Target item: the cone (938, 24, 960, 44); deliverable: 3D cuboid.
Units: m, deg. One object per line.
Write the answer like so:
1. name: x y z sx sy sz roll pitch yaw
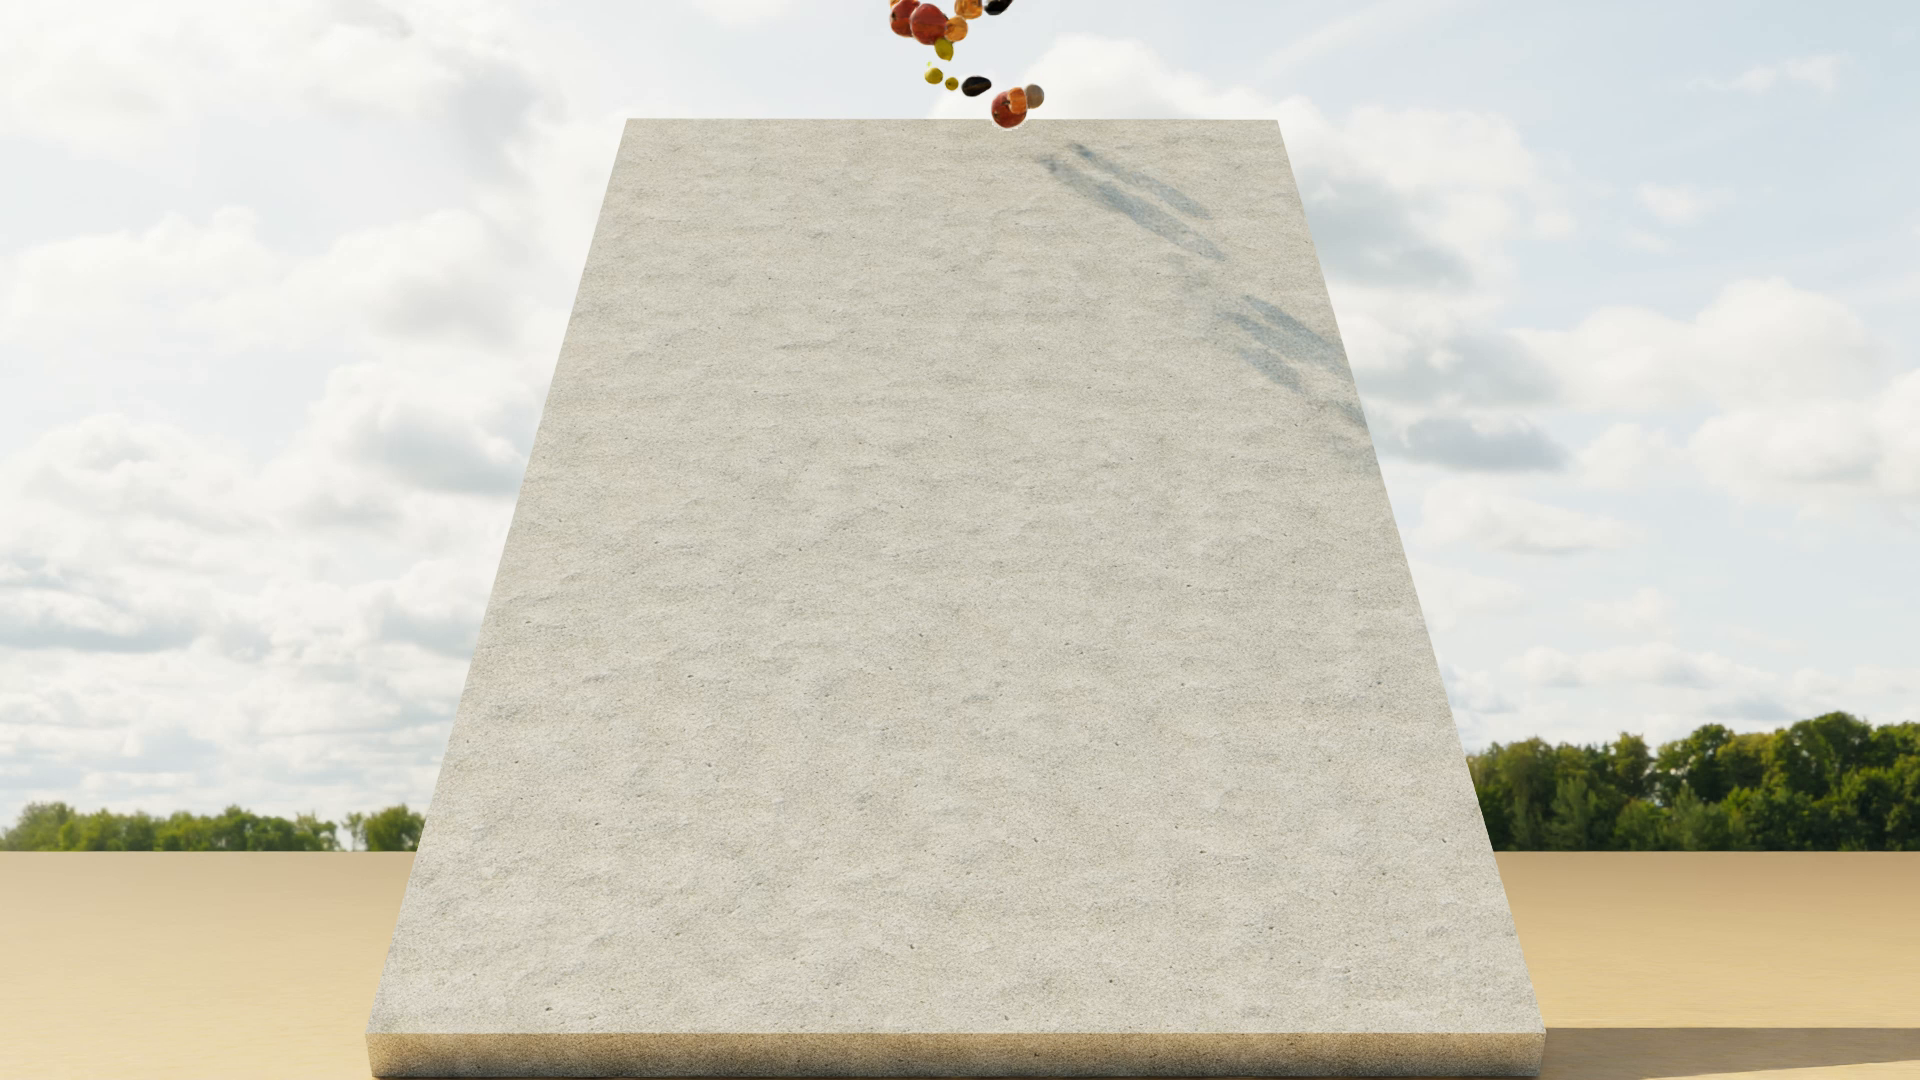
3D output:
1. cone: -0.044 -1.520 7.320 0.061 0.061 0.061 4 -8 -41

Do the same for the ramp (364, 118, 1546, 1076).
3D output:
1. ramp: -0.015 -0.188 5.863 2.000 0.100 4.000 0 32 0

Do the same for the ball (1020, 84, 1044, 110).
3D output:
1. ball: 0.221 -1.357 7.486 0.078 0.078 0.078 0 -7 0

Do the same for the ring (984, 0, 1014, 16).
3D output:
1. ring: 0.125 -1.597 7.173 0.048 0.143 0.143 36 -23 -22
